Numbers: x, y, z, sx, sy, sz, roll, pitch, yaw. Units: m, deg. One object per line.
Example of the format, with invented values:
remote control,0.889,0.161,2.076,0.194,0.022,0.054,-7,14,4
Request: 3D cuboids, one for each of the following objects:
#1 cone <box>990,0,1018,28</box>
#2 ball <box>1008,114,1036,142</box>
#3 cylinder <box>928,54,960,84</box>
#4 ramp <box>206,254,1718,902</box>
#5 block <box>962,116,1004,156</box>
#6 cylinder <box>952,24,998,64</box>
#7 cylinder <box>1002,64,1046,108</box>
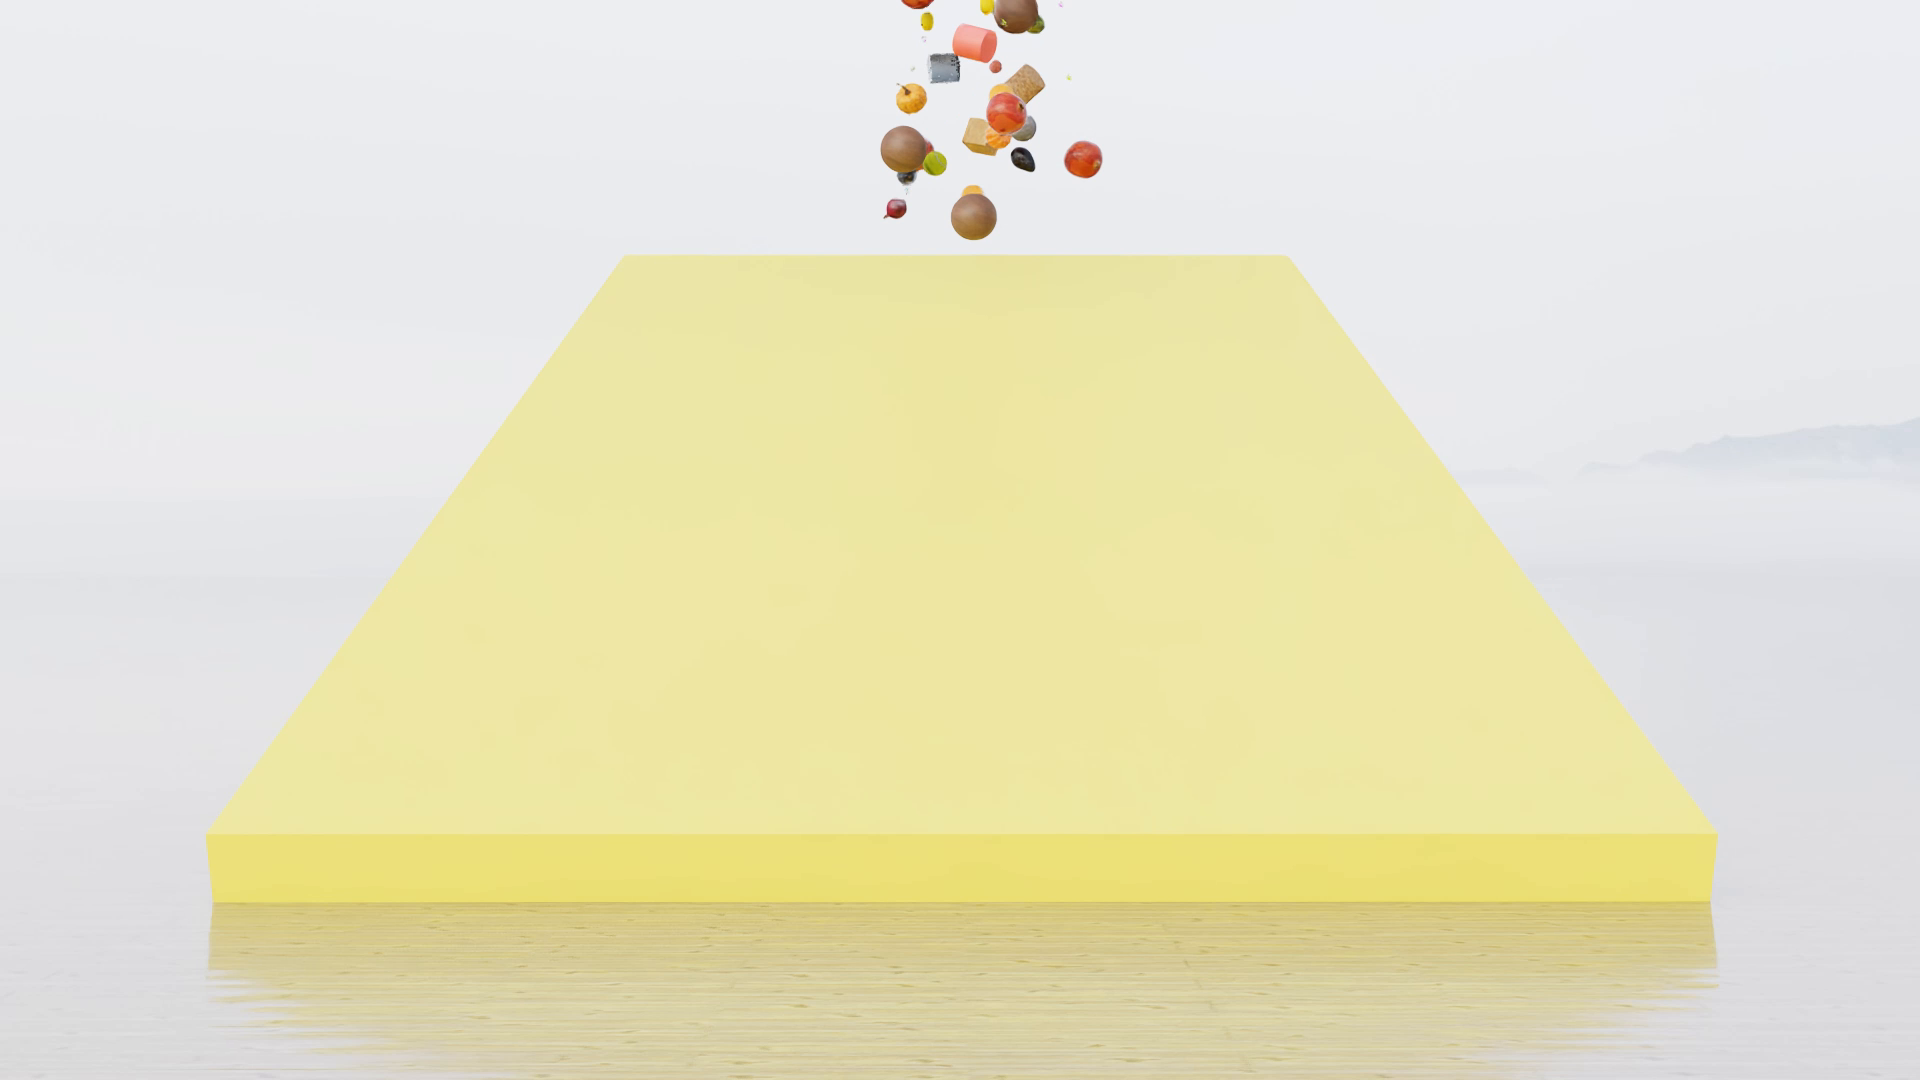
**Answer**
cone,0.148,-1.541,6.465,0.088,0.088,0.088,1,-45,-50
ball,0.182,-1.194,6.483,0.081,0.081,0.081,0,-1,0
cylinder,-0.047,-1.357,6.442,0.083,0.083,0.083,-6,0,-8
ramp,-0.004,-0.189,4.876,2.000,0.100,4.000,0,18,0
block,0.067,-1.188,6.598,0.079,0.079,0.079,15,-8,28
cylinder,0.041,-1.386,6.251,0.092,0.092,0.092,21,8,26
cylinder,0.185,-1.315,6.485,0.089,0.089,0.089,-39,-21,26
